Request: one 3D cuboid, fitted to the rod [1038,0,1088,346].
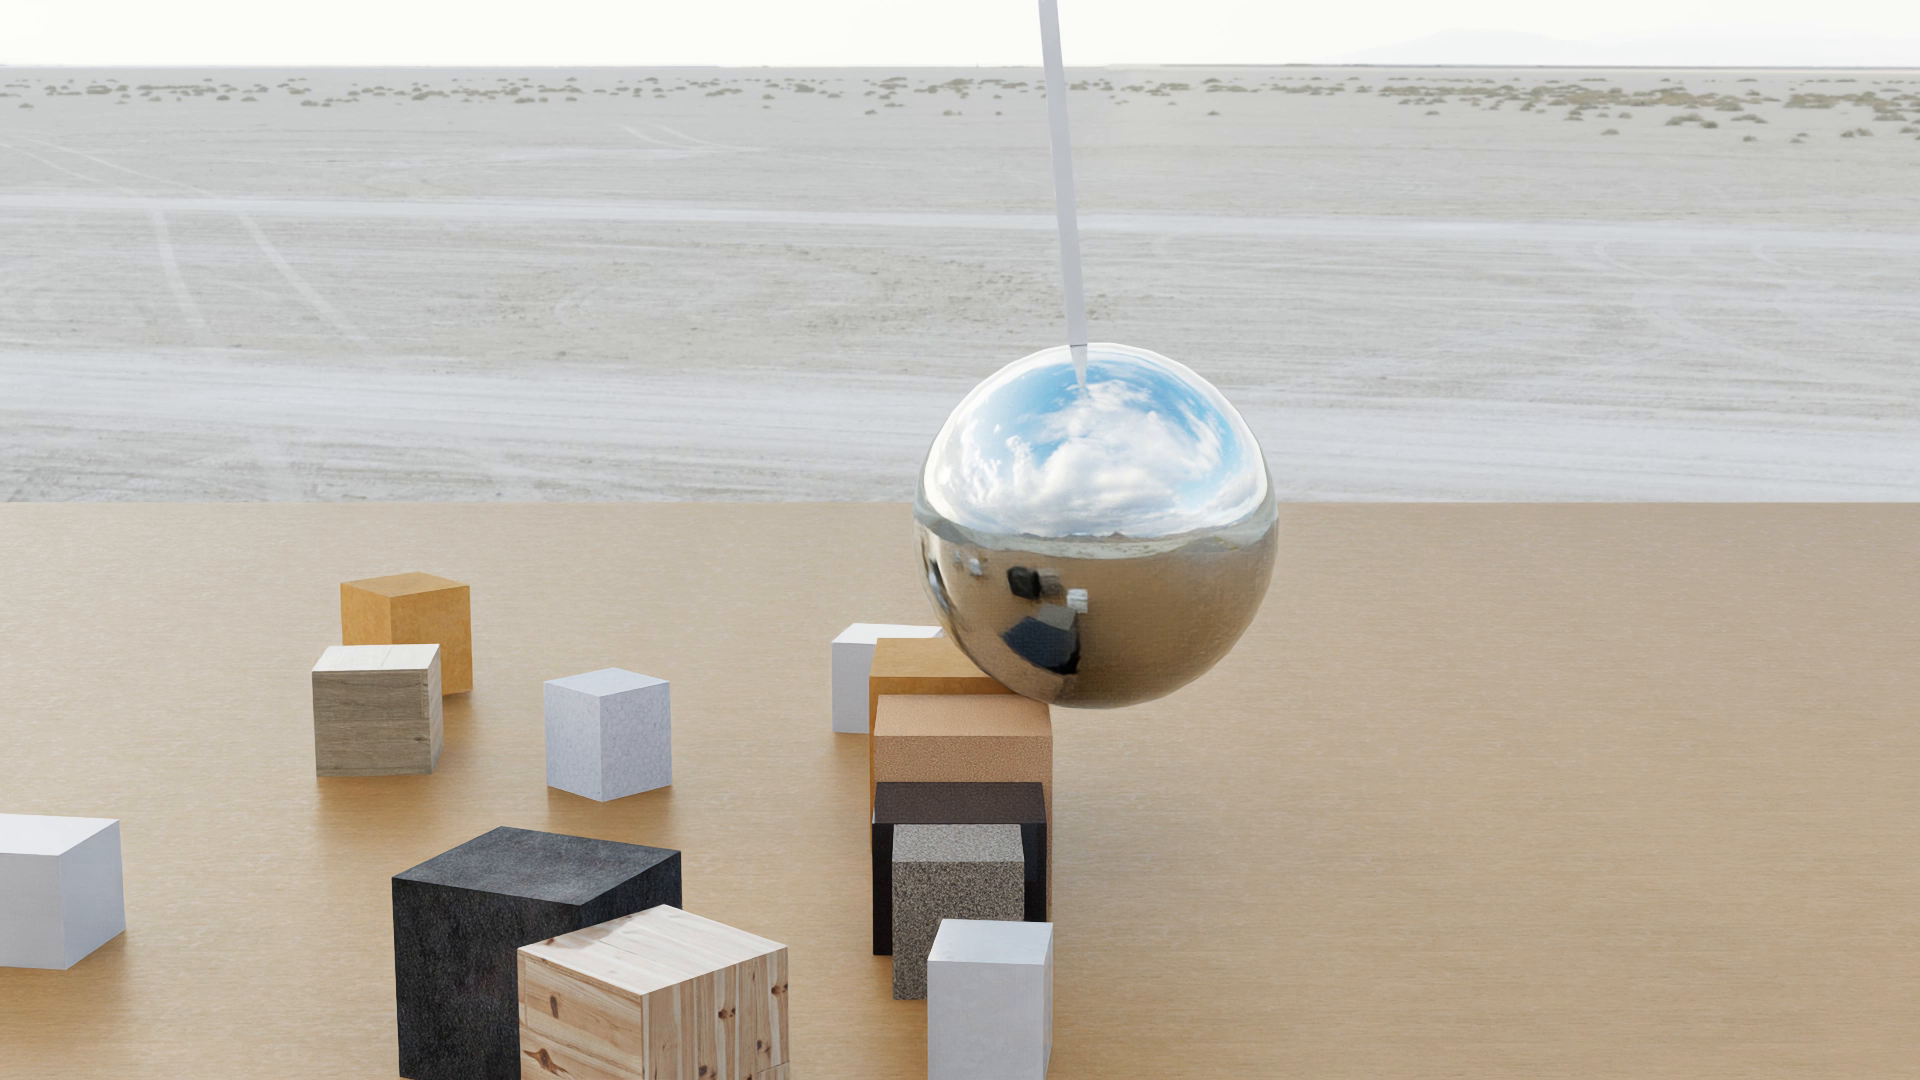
[{"bbox_3d":[0.254,-3.389,10.564,0.080,5.200,0.080,-6,10,1],"label":"rod"}]

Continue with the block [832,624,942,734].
[{"bbox_3d":[-0.394,0.758,14.009,0.505,0.497,0.492,2,11,11],"label":"block"}]

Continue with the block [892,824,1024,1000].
[{"bbox_3d":[-0.009,1.450,10.049,0.503,0.551,0.491,0,10,-1],"label":"block"}]

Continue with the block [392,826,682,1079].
[{"bbox_3d":[-1.497,1.513,9.182,0.771,0.738,0.679,5,11,23],"label":"block"}]

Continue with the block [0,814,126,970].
[{"bbox_3d":[-3.794,1.421,10.428,0.578,0.473,0.502,2,10,9],"label":"block"}]

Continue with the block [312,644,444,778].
[{"bbox_3d":[-2.993,0.873,13.226,0.575,0.551,0.570,-1,10,-5],"label":"block"}]

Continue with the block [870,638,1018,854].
[{"bbox_3d":[-0.009,0.950,12.024,0.789,0.828,0.818,0,10,1],"label":"block"}]

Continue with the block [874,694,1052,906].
[{"bbox_3d":[0.013,1.130,11.254,0.756,0.751,0.730,0,10,0],"label":"block"}]

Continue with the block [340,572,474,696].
[{"bbox_3d":[-3.189,0.555,14.787,0.515,0.617,0.563,-9,14,-41],"label":"block"}]

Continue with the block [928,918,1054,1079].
[{"bbox_3d":[0.113,1.655,9.159,0.404,0.466,0.447,1,10,6],"label":"block"}]

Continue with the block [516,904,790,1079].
[{"bbox_3d":[-1.015,1.670,8.541,0.634,0.658,0.632,10,14,43],"label":"block"}]

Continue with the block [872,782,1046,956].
[{"bbox_3d":[-0.002,1.349,10.600,0.698,0.553,0.606,0,10,0],"label":"block"}]

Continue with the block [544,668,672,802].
[{"bbox_3d":[-1.754,0.963,12.787,0.447,0.529,0.441,10,14,43],"label":"block"}]

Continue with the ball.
[{"bbox_3d":[0.586,-0.060,11.169,1.600,1.600,1.600,0,10,0],"label":"ball"}]
